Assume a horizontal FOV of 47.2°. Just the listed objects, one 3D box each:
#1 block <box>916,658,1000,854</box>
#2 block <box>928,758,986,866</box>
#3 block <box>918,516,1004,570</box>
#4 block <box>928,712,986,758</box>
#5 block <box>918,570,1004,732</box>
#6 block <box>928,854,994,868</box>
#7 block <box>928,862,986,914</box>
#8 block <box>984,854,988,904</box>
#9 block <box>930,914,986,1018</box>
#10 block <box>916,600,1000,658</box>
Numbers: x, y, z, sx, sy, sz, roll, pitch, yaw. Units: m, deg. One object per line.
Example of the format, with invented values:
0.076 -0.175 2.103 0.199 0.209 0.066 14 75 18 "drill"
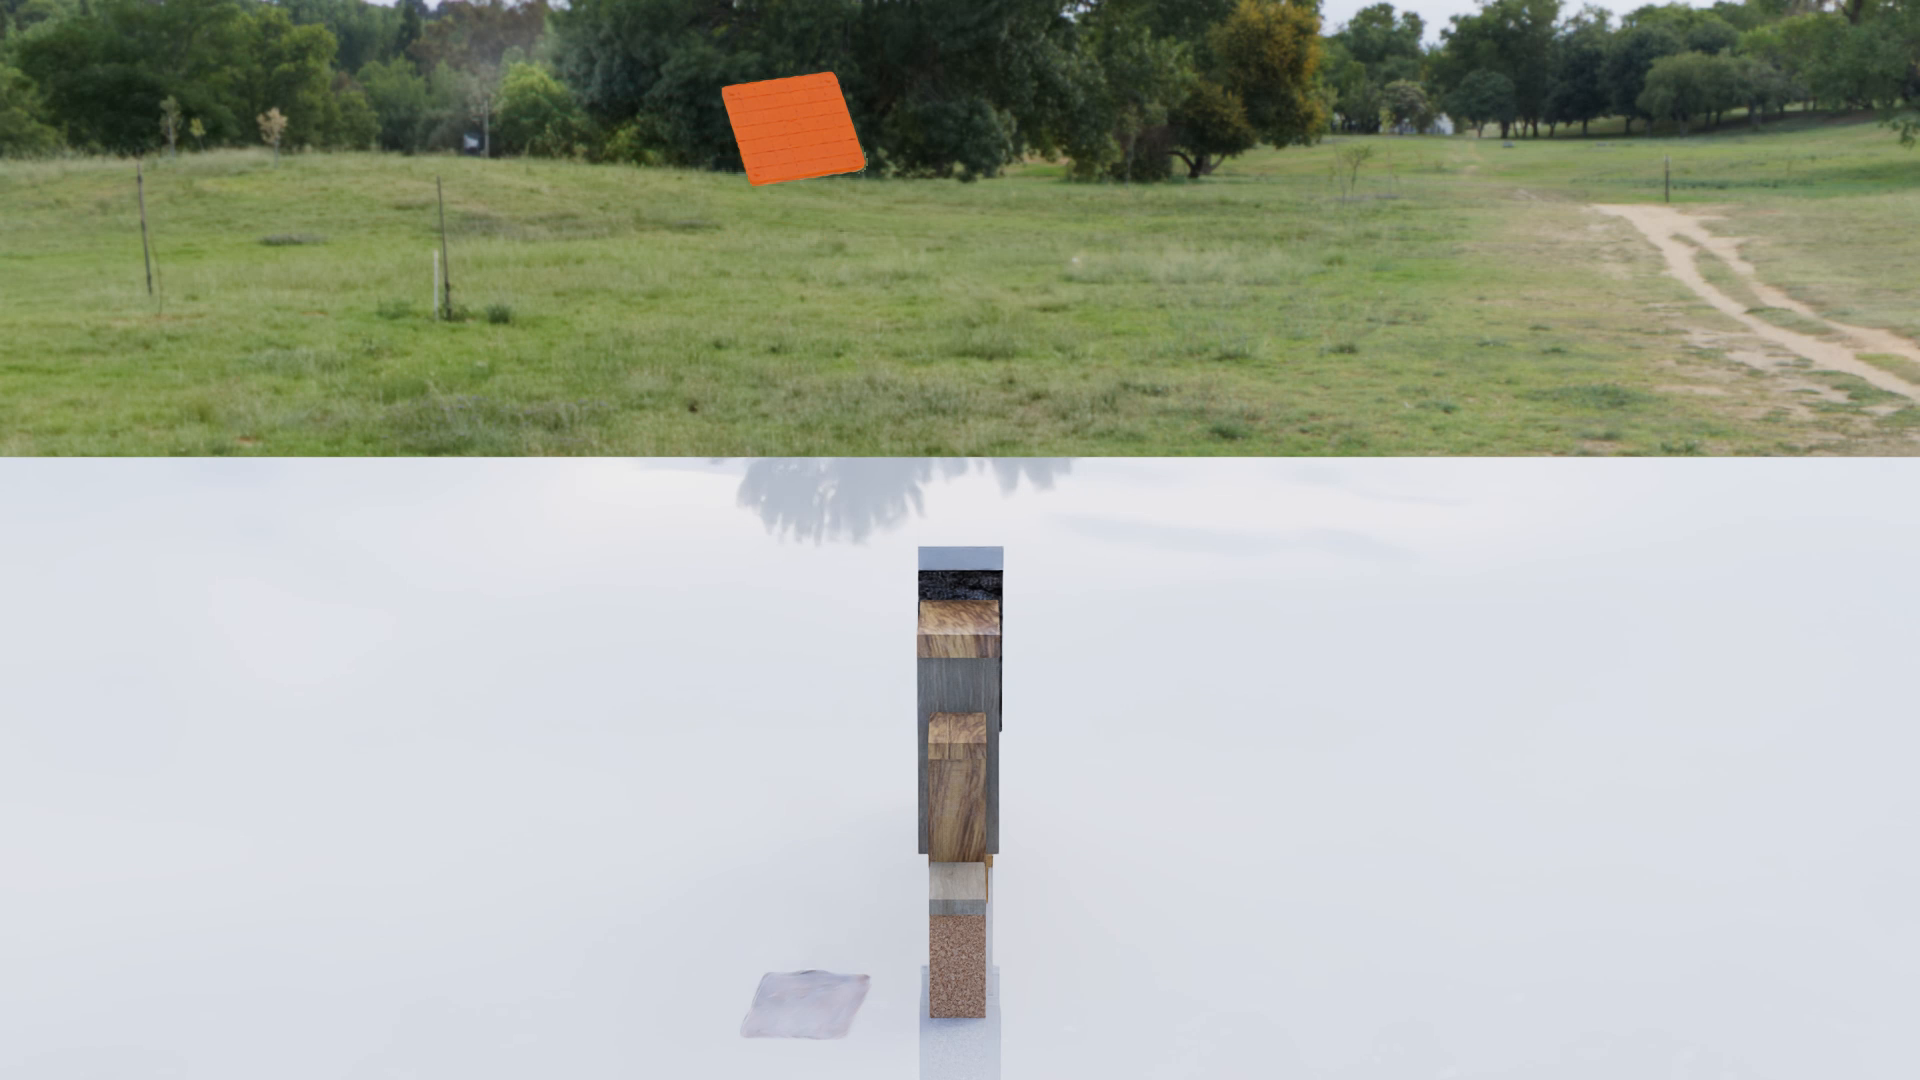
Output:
-0.002 0.334 3.466 0.128 0.325 0.036 0 11 0 "block"
-0.004 0.402 3.284 0.086 0.172 0.024 0 11 0 "block"
0.001 0.004 3.771 0.142 0.040 0.283 0 11 0 "block"
-0.004 0.295 3.322 0.086 0.024 0.172 0 11 0 "block"
0.001 0.181 3.707 0.142 0.283 0.040 0 11 0 "block"
0.002 0.453 3.795 0.111 0.222 0.031 0 10 0 "block"
-0.004 0.504 3.187 0.081 0.023 0.161 0 11 0 "block"
0.004 0.512 3.618 0.085 0.171 0.024 0 11 0 "block"
-0.004 0.604 3.151 0.081 0.161 0.023 0 11 0 "block"
-0.002 0.140 3.517 0.128 0.036 0.256 0 10 1 "block"
